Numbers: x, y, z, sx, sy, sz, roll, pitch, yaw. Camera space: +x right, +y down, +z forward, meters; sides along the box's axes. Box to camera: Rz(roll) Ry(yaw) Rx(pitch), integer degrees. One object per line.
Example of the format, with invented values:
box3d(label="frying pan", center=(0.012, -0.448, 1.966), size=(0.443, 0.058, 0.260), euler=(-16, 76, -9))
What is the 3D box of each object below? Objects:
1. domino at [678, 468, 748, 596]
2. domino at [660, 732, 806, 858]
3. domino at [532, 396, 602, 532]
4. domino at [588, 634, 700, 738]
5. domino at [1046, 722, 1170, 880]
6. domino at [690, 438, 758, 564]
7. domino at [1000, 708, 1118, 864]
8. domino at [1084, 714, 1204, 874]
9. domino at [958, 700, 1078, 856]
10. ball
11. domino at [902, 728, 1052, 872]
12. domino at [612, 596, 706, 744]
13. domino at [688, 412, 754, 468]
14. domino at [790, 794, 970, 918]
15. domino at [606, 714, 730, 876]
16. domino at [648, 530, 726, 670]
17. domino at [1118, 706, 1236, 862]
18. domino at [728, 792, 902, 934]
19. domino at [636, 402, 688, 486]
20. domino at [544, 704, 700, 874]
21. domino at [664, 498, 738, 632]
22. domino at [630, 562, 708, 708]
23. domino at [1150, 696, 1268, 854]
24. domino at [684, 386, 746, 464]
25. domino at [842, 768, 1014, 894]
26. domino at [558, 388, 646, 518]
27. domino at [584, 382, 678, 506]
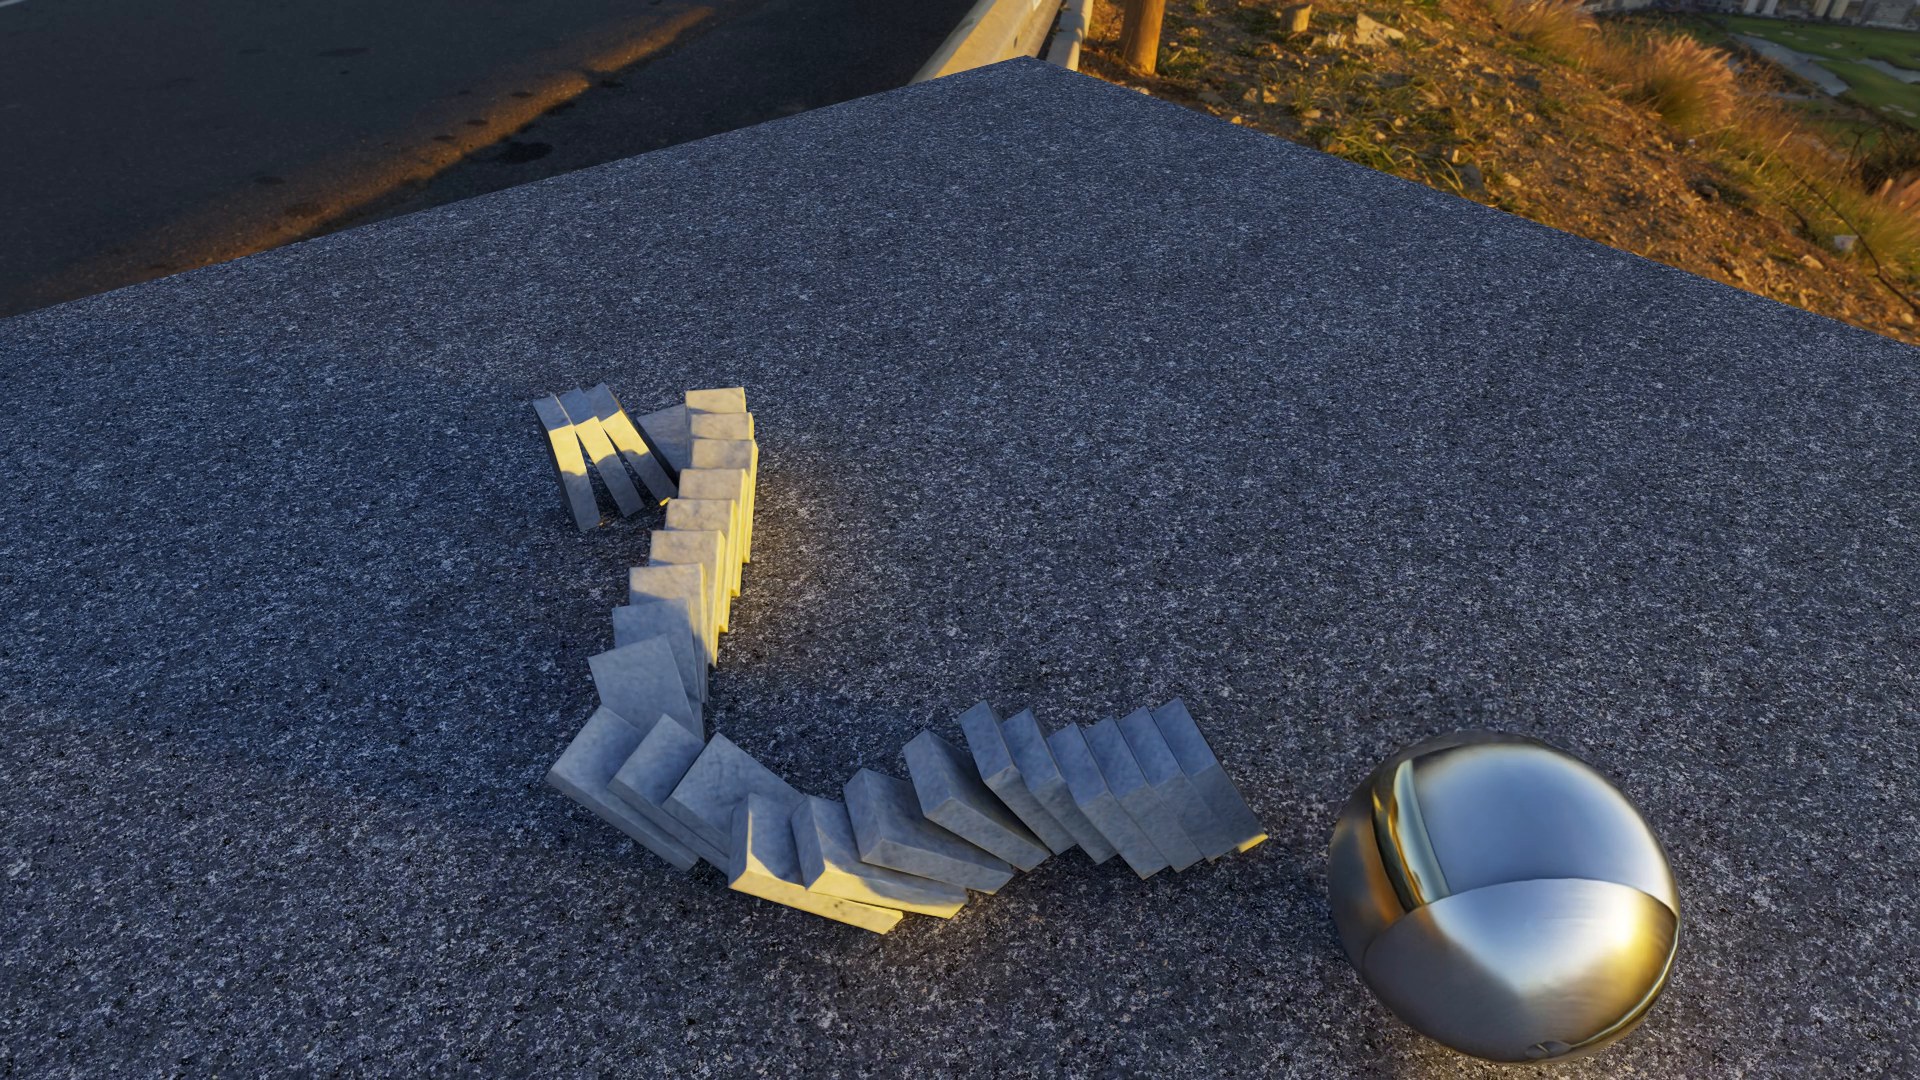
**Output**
box3d(label="domino", center=(-0.098, -0.003, 0.429), size=(0.025, 0.009, 0.050), euler=(0, 69, 0))
box3d(label="domino", center=(-0.059, 0.082, 0.323), size=(0.050, 0.010, 0.025), euler=(38, 43, -7))
box3d(label="domino", center=(-0.160, -0.031, 0.449), size=(0.009, 0.050, 0.025), euler=(-22, 44, -22))
box3d(label="domino", center=(-0.099, 0.058, 0.350), size=(0.025, 0.010, 0.050), euler=(-18, 80, -20))
box3d(label="domino", center=(0.043, 0.076, 0.319), size=(0.009, 0.050, 0.025), euler=(-32, 42, 6))
box3d(label="domino", center=(-0.097, -0.016, 0.444), size=(0.025, 0.010, 0.050), euler=(1, 70, 0))
box3d(label="domino", center=(0.031, 0.073, 0.324), size=(0.009, 0.050, 0.025), euler=(-32, 42, 6))
box3d(label="domino", center=(0.054, 0.075, 0.321), size=(0.009, 0.050, 0.025), euler=(-32, 42, 6))
box3d(label="domino", center=(0.018, 0.071, 0.326), size=(0.010, 0.050, 0.025), euler=(-32, 42, 6))
box3d(label="ball", center=(0.135, 0.089, 0.279), size=(0.080, 0.080, 0.080), euler=(0, 39, 0))
box3d(label="domino", center=(0.005, 0.077, 0.322), size=(0.009, 0.050, 0.025), euler=(-39, 40, 13))
box3d(label="domino", center=(-0.100, 0.046, 0.368), size=(0.025, 0.009, 0.050), euler=(-8, 72, -9))
box3d(label="domino", center=(-0.100, -0.028, 0.459), size=(0.025, 0.009, 0.050), euler=(-2, 70, -3))
box3d(label="domino", center=(-0.023, 0.090, 0.311), size=(0.050, 0.010, 0.025), euler=(24, 26, -34))
box3d(label="domino", center=(-0.077, 0.077, 0.328), size=(0.050, 0.010, 0.025), euler=(38, 45, -7))
box3d(label="domino", center=(-0.100, 0.021, 0.398), size=(0.025, 0.010, 0.050), euler=(0, 69, 0))
box3d(label="domino", center=(0.064, 0.072, 0.324), size=(0.009, 0.050, 0.025), euler=(-32, 42, 6))
box3d(label="domino", center=(-0.040, 0.091, 0.310), size=(0.050, 0.010, 0.025), euler=(27, 30, -27))
box3d(label="domino", center=(-0.125, -0.043, 0.496), size=(0.025, 0.010, 0.050), euler=(-22, 44, -24))
box3d(label="domino", center=(-0.095, 0.075, 0.331), size=(0.050, 0.010, 0.025), euler=(37, 47, -8))
box3d(label="domino", center=(-0.099, 0.009, 0.414), size=(0.025, 0.010, 0.050), euler=(0, 69, 0))
box3d(label="domino", center=(-0.101, 0.034, 0.383), size=(0.025, 0.010, 0.050), euler=(-4, 71, -5))
box3d(label="domino", center=(0.074, 0.070, 0.327), size=(0.010, 0.050, 0.025), euler=(-32, 42, 6))
box3d(label="domino", center=(-0.104, -0.041, 0.474), size=(0.025, 0.010, 0.050), euler=(-5, 70, -7))
box3d(label="domino", center=(-0.009, 0.084, 0.317), size=(0.050, 0.010, 0.025), euler=(27, 24, -35))
box3d(label="domino", center=(-0.148, -0.036, 0.454), size=(0.009, 0.050, 0.025), euler=(-29, 46, -14))
box3d(label="domino", center=(-0.137, -0.040, 0.460), size=(0.010, 0.050, 0.025), euler=(-34, 47, -9))
